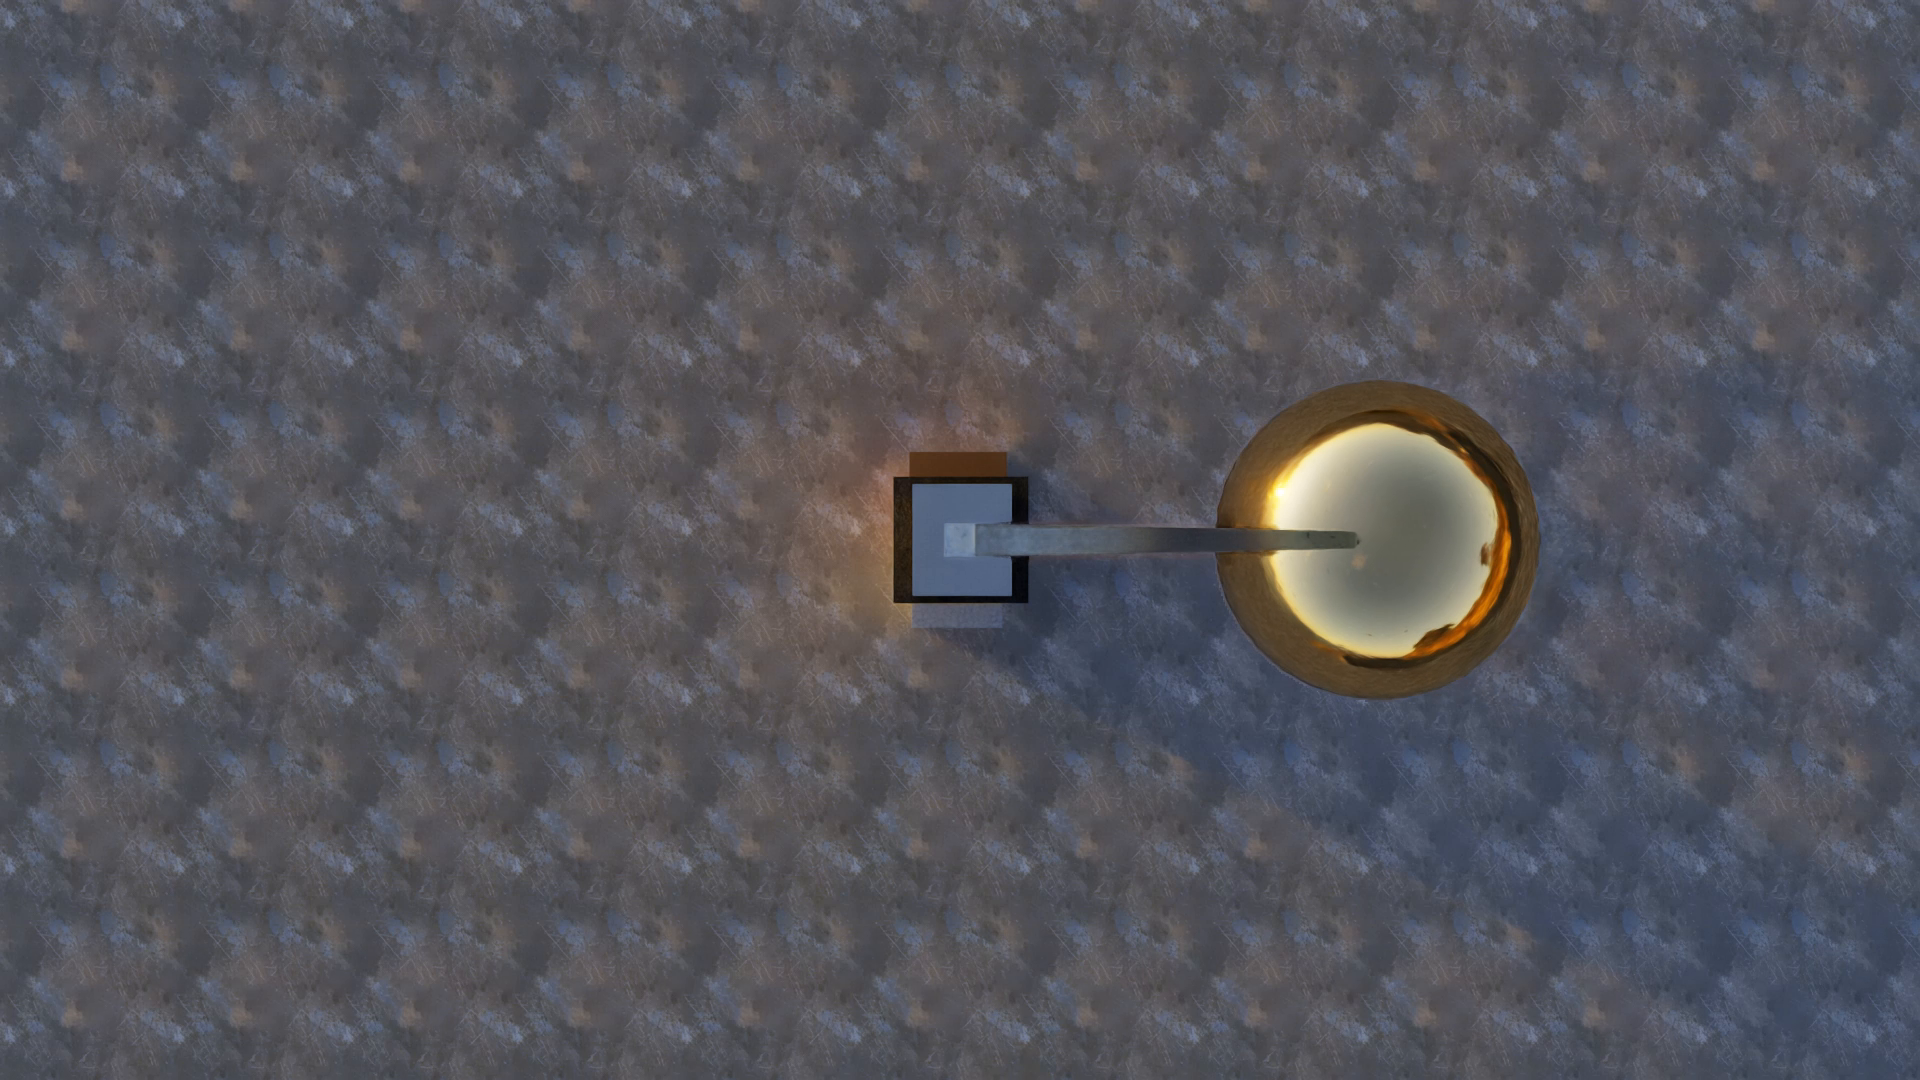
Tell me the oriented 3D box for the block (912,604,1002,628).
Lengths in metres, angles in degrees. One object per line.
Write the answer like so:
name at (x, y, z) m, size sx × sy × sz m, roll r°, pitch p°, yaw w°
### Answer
block at (-0.018, 0.260, 12.724) m, size 0.515 × 0.552 × 0.476 m, roll 0°, pitch 90°, yaw 0°

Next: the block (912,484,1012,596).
block at (0.010, 0.000, 10.475) m, size 0.463 × 0.462 × 0.522 m, roll 0°, pitch 90°, yaw 0°

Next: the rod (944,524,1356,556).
rod at (0.899, 0.000, 7.786) m, size 0.080 × 5.200 × 0.080 m, roll 0°, pitch 90°, yaw 20°

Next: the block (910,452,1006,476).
block at (-0.011, -0.243, 12.711) m, size 0.549 × 0.578 × 0.510 m, roll 0°, pitch 90°, yaw 0°

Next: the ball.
ball at (2.074, 0.000, 10.977) m, size 1.600 × 1.600 × 1.600 m, roll 0°, pitch 90°, yaw 0°

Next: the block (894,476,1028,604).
block at (0.004, 0.000, 12.106) m, size 0.724 × 0.631 × 0.678 m, roll 0°, pitch 90°, yaw 0°
